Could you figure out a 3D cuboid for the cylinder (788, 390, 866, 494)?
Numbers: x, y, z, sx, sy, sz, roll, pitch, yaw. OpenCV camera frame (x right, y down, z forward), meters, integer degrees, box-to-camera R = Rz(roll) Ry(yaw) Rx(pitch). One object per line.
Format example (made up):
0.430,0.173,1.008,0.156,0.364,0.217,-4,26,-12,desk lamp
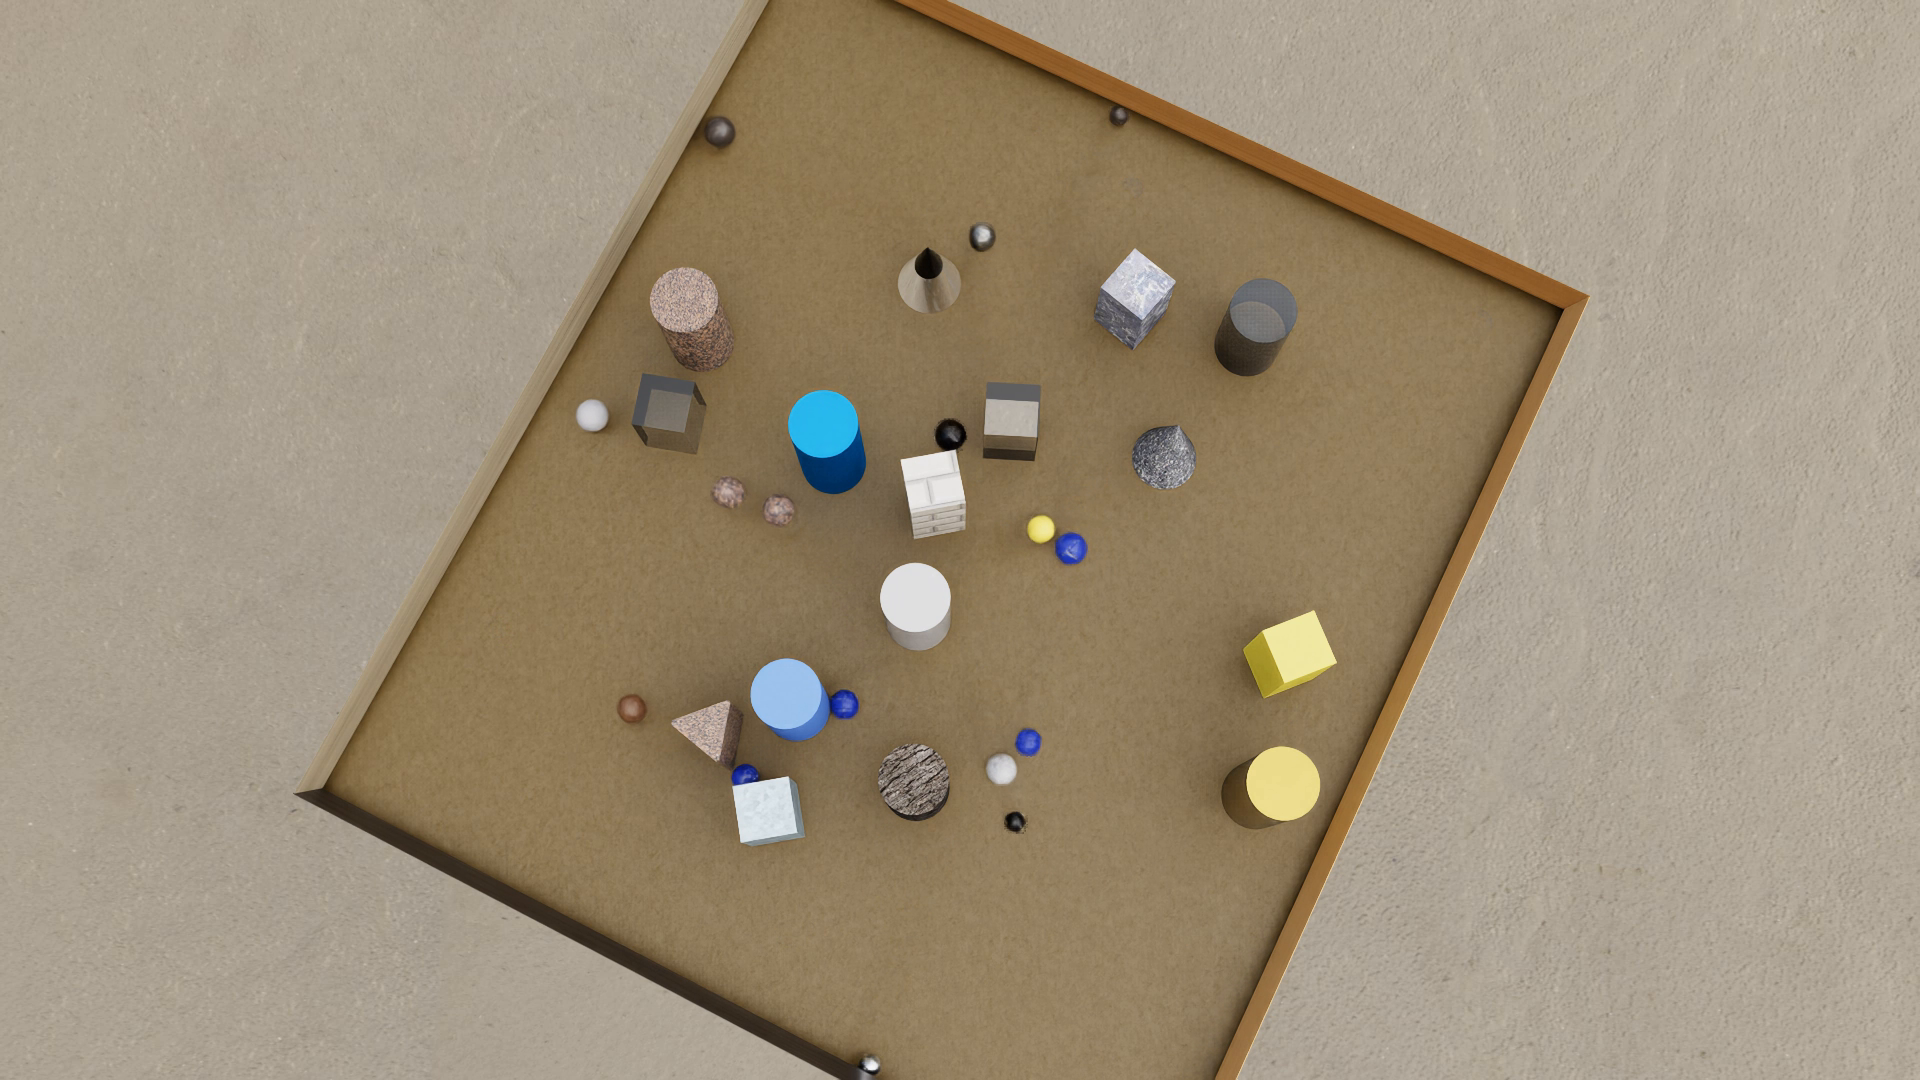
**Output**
-0.390,-0.285,5.445,0.200,0.453,0.200,0,78,0,cylinder

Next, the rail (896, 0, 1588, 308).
0.682,-1.329,5.824,2.792,0.130,0.045,26,80,5,rail

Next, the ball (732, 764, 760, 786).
-0.636,0.704,5.430,0.081,0.081,0.081,0,78,0,ball

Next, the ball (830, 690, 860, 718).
-0.344,0.490,5.471,0.087,0.087,0.087,0,78,0,ball

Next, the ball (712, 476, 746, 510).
-0.706,-0.144,5.596,0.099,0.099,0.099,0,78,0,ball

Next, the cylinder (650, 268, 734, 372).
-0.807,-0.663,5.552,0.200,0.395,0.200,0,78,0,cylinder

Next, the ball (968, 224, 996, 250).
0.070,-0.953,5.771,0.084,0.084,0.084,0,78,0,ball

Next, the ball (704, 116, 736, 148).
-0.765,-1.299,5.836,0.098,0.098,0.098,0,78,0,ball

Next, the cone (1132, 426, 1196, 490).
0.632,-0.293,5.481,0.200,0.384,0.200,0,78,0,cone

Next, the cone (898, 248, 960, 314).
-0.096,-0.843,5.628,0.200,0.319,0.200,0,78,0,cone

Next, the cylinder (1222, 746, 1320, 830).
0.878,0.711,5.217,0.200,0.494,0.200,0,78,0,cylinder

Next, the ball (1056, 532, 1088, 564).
0.338,0.026,5.561,0.098,0.098,0.098,0,78,0,ball

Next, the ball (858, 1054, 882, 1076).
-0.259,1.510,5.270,0.066,0.066,0.066,0,78,0,ball

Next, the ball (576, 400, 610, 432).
-1.131,-0.383,5.645,0.100,0.100,0.100,0,78,0,ball

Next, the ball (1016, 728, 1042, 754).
0.205,0.600,5.452,0.078,0.078,0.078,0,78,0,ball

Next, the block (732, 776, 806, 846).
-0.551,0.789,5.310,0.160,0.281,0.160,-10,78,-2,block

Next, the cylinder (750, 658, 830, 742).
-0.490,0.469,5.338,0.200,0.355,0.200,0,78,0,cylinder

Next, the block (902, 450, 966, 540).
-0.077,-0.131,5.455,0.160,0.370,0.160,-11,79,-2,block

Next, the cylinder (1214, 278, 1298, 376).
0.897,-0.643,5.576,0.200,0.340,0.200,0,78,0,cylinder

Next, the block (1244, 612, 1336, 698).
0.959,0.339,5.358,0.160,0.369,0.160,-21,79,-4,block

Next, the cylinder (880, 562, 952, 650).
-0.127,0.200,5.387,0.200,0.368,0.200,0,78,0,cylinder

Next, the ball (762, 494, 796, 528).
-0.551,-0.089,5.584,0.099,0.099,0.099,0,78,0,ball

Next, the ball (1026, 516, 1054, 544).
0.246,-0.033,5.580,0.085,0.085,0.085,0,78,0,ball

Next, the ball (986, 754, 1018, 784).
0.123,0.679,5.429,0.092,0.092,0.092,0,78,0,ball

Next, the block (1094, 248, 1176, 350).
0.533,-0.734,5.617,0.160,0.297,0.160,40,81,8,block

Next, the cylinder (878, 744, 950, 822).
-0.131,0.705,5.305,0.200,0.325,0.200,0,78,0,cylinder

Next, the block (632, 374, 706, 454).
-0.880,-0.380,5.563,0.160,0.260,0.160,10,78,2,block

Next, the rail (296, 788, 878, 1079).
-0.682,1.343,5.271,2.792,0.130,0.045,26,80,5,rail

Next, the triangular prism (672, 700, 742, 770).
-0.700,0.545,5.334,0.173,0.333,0.150,39,81,7,triangular prism

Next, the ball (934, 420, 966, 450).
-0.030,-0.322,5.634,0.096,0.096,0.096,0,78,0,ball

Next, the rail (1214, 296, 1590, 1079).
1.228,0.608,5.424,0.045,0.130,3.097,26,80,5,rail

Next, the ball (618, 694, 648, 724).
-0.977,0.505,5.468,0.087,0.087,0.087,0,78,0,ball

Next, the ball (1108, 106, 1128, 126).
0.508,-1.356,5.865,0.063,0.063,0.063,0,78,0,ball

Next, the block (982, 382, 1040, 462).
0.155,-0.355,5.543,0.160,0.287,0.160,3,78,1,block

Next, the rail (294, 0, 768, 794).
-1.228,-0.594,5.672,0.045,0.130,3.097,26,80,5,rail

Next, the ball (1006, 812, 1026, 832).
0.163,0.833,5.413,0.060,0.060,0.060,0,78,0,ball
